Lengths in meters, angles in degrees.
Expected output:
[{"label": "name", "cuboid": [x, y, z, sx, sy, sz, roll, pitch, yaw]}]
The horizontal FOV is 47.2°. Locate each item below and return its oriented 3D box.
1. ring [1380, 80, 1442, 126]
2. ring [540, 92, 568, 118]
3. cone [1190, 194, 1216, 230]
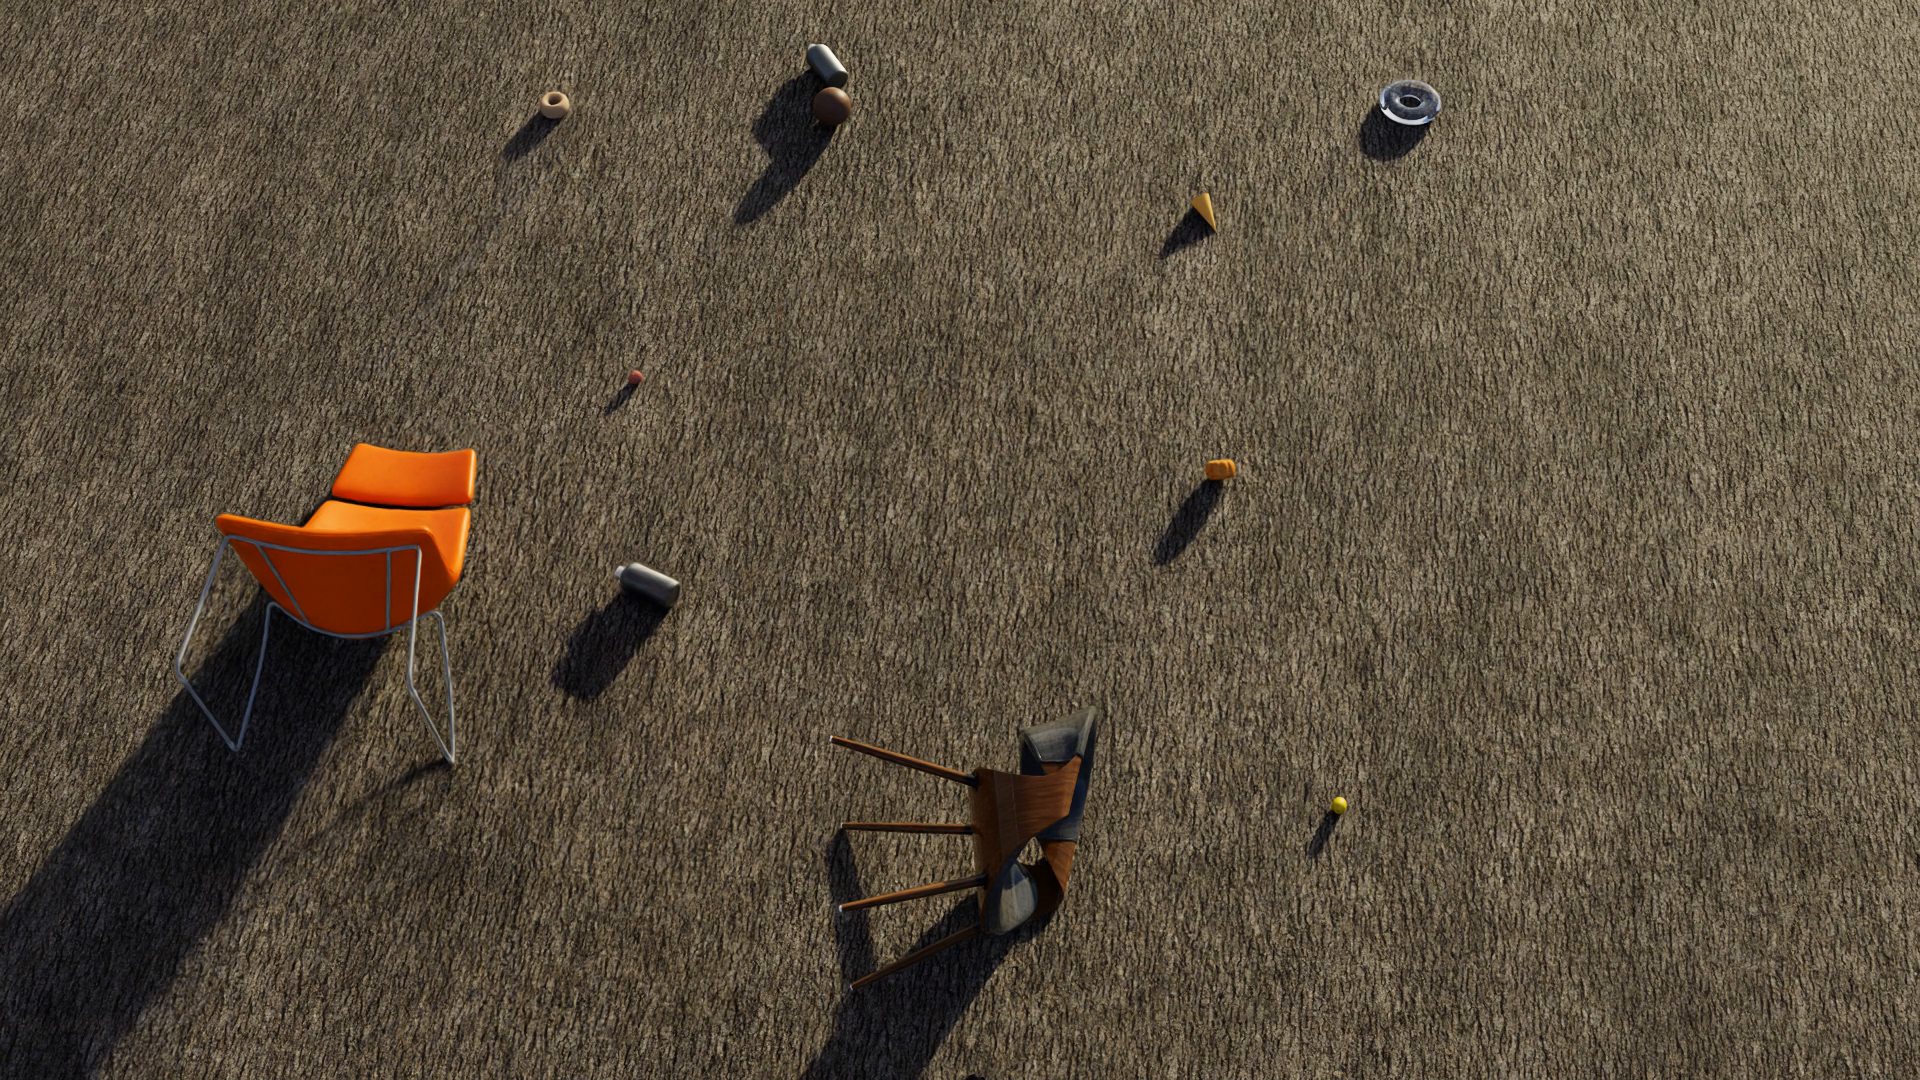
[{"label": "ring", "cuboid": [1.547, -1.505, 7.555, 0.213, 0.049, 0.207, -14, 57, -10]}, {"label": "ring", "cuboid": [-1.391, -1.491, 7.541, 0.101, 0.056, 0.097, -23, 57, -16]}, {"label": "cone", "cuboid": [0.821, -1.072, 7.274, 0.065, 0.067, 0.134, -7, 66, -42]}]
